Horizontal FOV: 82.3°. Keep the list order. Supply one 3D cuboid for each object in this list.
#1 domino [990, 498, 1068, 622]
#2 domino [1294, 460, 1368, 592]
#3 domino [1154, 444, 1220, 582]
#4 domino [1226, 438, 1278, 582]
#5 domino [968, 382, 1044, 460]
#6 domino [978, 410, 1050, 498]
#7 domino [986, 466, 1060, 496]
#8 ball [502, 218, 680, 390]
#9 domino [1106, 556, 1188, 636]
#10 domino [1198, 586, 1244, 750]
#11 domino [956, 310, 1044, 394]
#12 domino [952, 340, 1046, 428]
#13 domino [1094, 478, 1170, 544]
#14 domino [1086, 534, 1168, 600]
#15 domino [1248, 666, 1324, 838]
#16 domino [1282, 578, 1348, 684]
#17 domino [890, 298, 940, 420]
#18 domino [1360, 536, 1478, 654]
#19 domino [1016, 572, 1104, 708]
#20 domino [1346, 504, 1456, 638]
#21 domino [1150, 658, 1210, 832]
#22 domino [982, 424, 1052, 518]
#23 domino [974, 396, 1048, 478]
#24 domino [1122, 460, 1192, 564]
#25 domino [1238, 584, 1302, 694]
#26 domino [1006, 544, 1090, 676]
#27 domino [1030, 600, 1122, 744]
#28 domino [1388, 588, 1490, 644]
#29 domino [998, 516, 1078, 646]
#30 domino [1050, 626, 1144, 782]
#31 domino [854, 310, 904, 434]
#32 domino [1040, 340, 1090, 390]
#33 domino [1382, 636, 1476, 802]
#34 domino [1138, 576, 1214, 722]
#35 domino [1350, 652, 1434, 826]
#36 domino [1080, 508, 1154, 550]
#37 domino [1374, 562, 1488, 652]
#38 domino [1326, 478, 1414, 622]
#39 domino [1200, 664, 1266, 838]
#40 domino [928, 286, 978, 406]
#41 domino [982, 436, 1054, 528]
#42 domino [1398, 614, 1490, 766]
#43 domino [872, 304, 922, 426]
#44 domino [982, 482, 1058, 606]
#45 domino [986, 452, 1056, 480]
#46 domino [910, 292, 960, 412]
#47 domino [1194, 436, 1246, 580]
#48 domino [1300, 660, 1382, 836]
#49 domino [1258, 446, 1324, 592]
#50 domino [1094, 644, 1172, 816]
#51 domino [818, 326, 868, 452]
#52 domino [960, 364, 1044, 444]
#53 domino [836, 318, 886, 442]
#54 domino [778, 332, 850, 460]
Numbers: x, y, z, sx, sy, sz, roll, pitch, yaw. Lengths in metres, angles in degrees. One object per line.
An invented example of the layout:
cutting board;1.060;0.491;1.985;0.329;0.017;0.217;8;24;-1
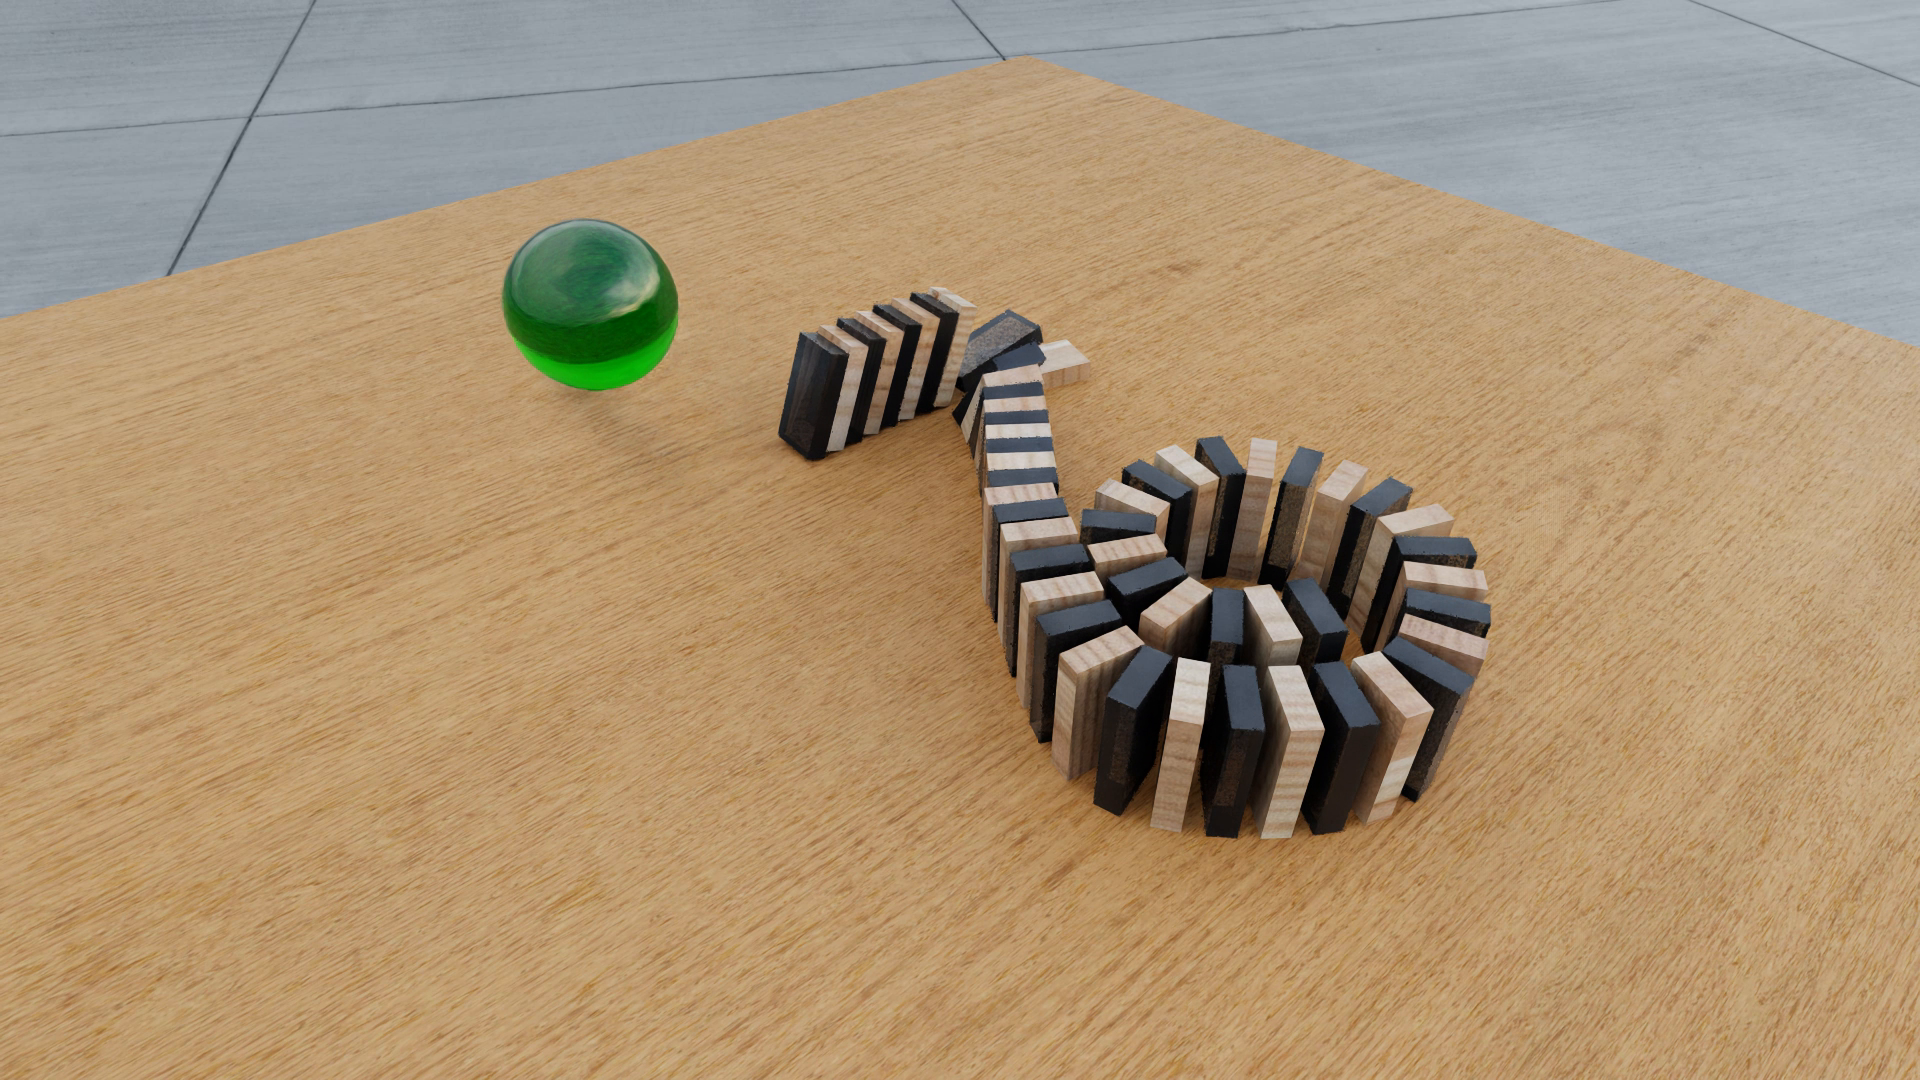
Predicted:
domino;0.025;0.008;0.401;0.025;0.050;0.010;-6;42;-8
domino;0.139;-0.003;0.415;0.010;0.050;0.025;25;46;28
domino;0.084;-0.008;0.422;0.009;0.050;0.025;-21;44;-23
domino;0.113;-0.011;0.425;0.010;0.050;0.025;10;40;12
domino;0.020;-0.051;0.475;0.025;0.050;0.010;-8;70;-9
domino;0.022;-0.035;0.454;0.025;0.050;0.009;-3;62;-4
domino;0.023;-0.004;0.417;0.025;0.050;0.009;-4;42;-5
ball;-0.175;-0.112;0.524;0.080;0.080;0.080;0;39;0
domino;0.061;0.031;0.374;0.025;0.050;0.010;-18;42;-20
domino;0.084;0.043;0.359;0.009;0.050;0.025;7;40;9
domino;0.013;-0.093;0.541;0.050;0.010;0.025;-35;47;-18
domino;0.017;-0.069;0.499;0.025;0.050;0.010;-28;81;-30
domino;0.061;0.004;0.407;0.025;0.050;0.009;25;46;28
domino;0.056;0.022;0.385;0.025;0.050;0.010;-9;40;-11
domino;0.097;0.065;0.333;0.010;0.050;0.025;-2;39;-2
domino;0.113;0.040;0.363;0.010;0.050;0.025;-7;40;-9
domino;-0.027;-0.085;0.515;0.009;0.050;0.025;-8;35;-43
domino;0.160;0.021;0.385;0.025;0.050;0.009;1;39;2
domino;0.033;0.034;0.370;0.025;0.050;0.010;-9;40;-11
domino;0.158;0.012;0.397;0.025;0.050;0.009;-12;41;-15
domino;0.067;0.063;0.335;0.010;0.050;0.025;9;40;11
domino;0.022;-0.027;0.444;0.025;0.050;0.009;-2;56;-3
domino;0.021;-0.043;0.465;0.025;0.050;0.010;-5;67;-6
domino;0.072;-0.003;0.415;0.009;0.050;0.025;-29;47;-31
domino;0.098;0.042;0.360;0.010;0.050;0.025;-7;40;-8
domino;0.030;0.025;0.381;0.025;0.050;0.009;-7;40;-8
domino;0.037;0.043;0.358;0.025;0.050;0.009;-12;41;-14
domino;0.154;0.040;0.363;0.025;0.050;0.010;13;41;15
domino;0.027;0.016;0.392;0.025;0.050;0.009;-6;40;-8
domino;0.043;0.052;0.348;0.025;0.050;0.010;-20;43;-23
domino;-0.043;-0.077;0.505;0.009;0.050;0.025;-8;35;-43
domino;0.037;-0.085;0.547;0.050;0.010;0.025;-16;42;-19
domino;0.139;0.056;0.343;0.010;0.050;0.025;-32;49;-33
domino;0.069;0.039;0.364;0.025;0.050;0.009;-32;49;-33
domino;0.126;0.061;0.337;0.009;0.050;0.025;-13;41;-16
domino;0.055;0.013;0.396;0.025;0.050;0.009;6;40;7
domino;0.158;0.031;0.374;0.025;0.050;0.009;7;40;9
domino;0.150;0.004;0.407;0.025;0.050;0.010;-30;48;-31
domino;0.082;0.064;0.333;0.009;0.050;0.025;3;39;4
domino;-0.010;-0.092;0.523;0.009;0.050;0.025;-8;35;-42
domino;0.022;-0.019;0.434;0.025;0.050;0.009;-2;50;-3
domino;0.148;0.049;0.352;0.025;0.050;0.010;19;43;22
domino;-0.035;-0.081;0.510;0.010;0.050;0.025;-8;35;-43
domino;0.022;0.002;0.409;0.025;0.050;0.009;-5;42;-7
domino;0.023;-0.011;0.425;0.025;0.050;0.009;-2;44;-3
domino;-0.018;-0.088;0.519;0.009;0.050;0.025;-8;35;-42
domino;0.098;-0.012;0.426;0.010;0.050;0.025;-7;40;-9
domino;0.112;0.064;0.334;0.009;0.050;0.025;-6;40;-8
domino;0.126;-0.008;0.421;0.010;0.050;0.025;19;43;21
domino;0.053;0.059;0.339;0.009;0.050;0.025;22;44;25
domino;-0.058;-0.068;0.495;0.010;0.050;0.025;-9;35;-43
domino;0.018;-0.060;0.486;0.025;0.050;0.009;-13;74;-15
domino;-0.050;-0.072;0.500;0.010;0.050;0.025;-8;35;-43
domino;-0.066;-0.064;0.490;0.009;0.050;0.025;-8;35;-43
